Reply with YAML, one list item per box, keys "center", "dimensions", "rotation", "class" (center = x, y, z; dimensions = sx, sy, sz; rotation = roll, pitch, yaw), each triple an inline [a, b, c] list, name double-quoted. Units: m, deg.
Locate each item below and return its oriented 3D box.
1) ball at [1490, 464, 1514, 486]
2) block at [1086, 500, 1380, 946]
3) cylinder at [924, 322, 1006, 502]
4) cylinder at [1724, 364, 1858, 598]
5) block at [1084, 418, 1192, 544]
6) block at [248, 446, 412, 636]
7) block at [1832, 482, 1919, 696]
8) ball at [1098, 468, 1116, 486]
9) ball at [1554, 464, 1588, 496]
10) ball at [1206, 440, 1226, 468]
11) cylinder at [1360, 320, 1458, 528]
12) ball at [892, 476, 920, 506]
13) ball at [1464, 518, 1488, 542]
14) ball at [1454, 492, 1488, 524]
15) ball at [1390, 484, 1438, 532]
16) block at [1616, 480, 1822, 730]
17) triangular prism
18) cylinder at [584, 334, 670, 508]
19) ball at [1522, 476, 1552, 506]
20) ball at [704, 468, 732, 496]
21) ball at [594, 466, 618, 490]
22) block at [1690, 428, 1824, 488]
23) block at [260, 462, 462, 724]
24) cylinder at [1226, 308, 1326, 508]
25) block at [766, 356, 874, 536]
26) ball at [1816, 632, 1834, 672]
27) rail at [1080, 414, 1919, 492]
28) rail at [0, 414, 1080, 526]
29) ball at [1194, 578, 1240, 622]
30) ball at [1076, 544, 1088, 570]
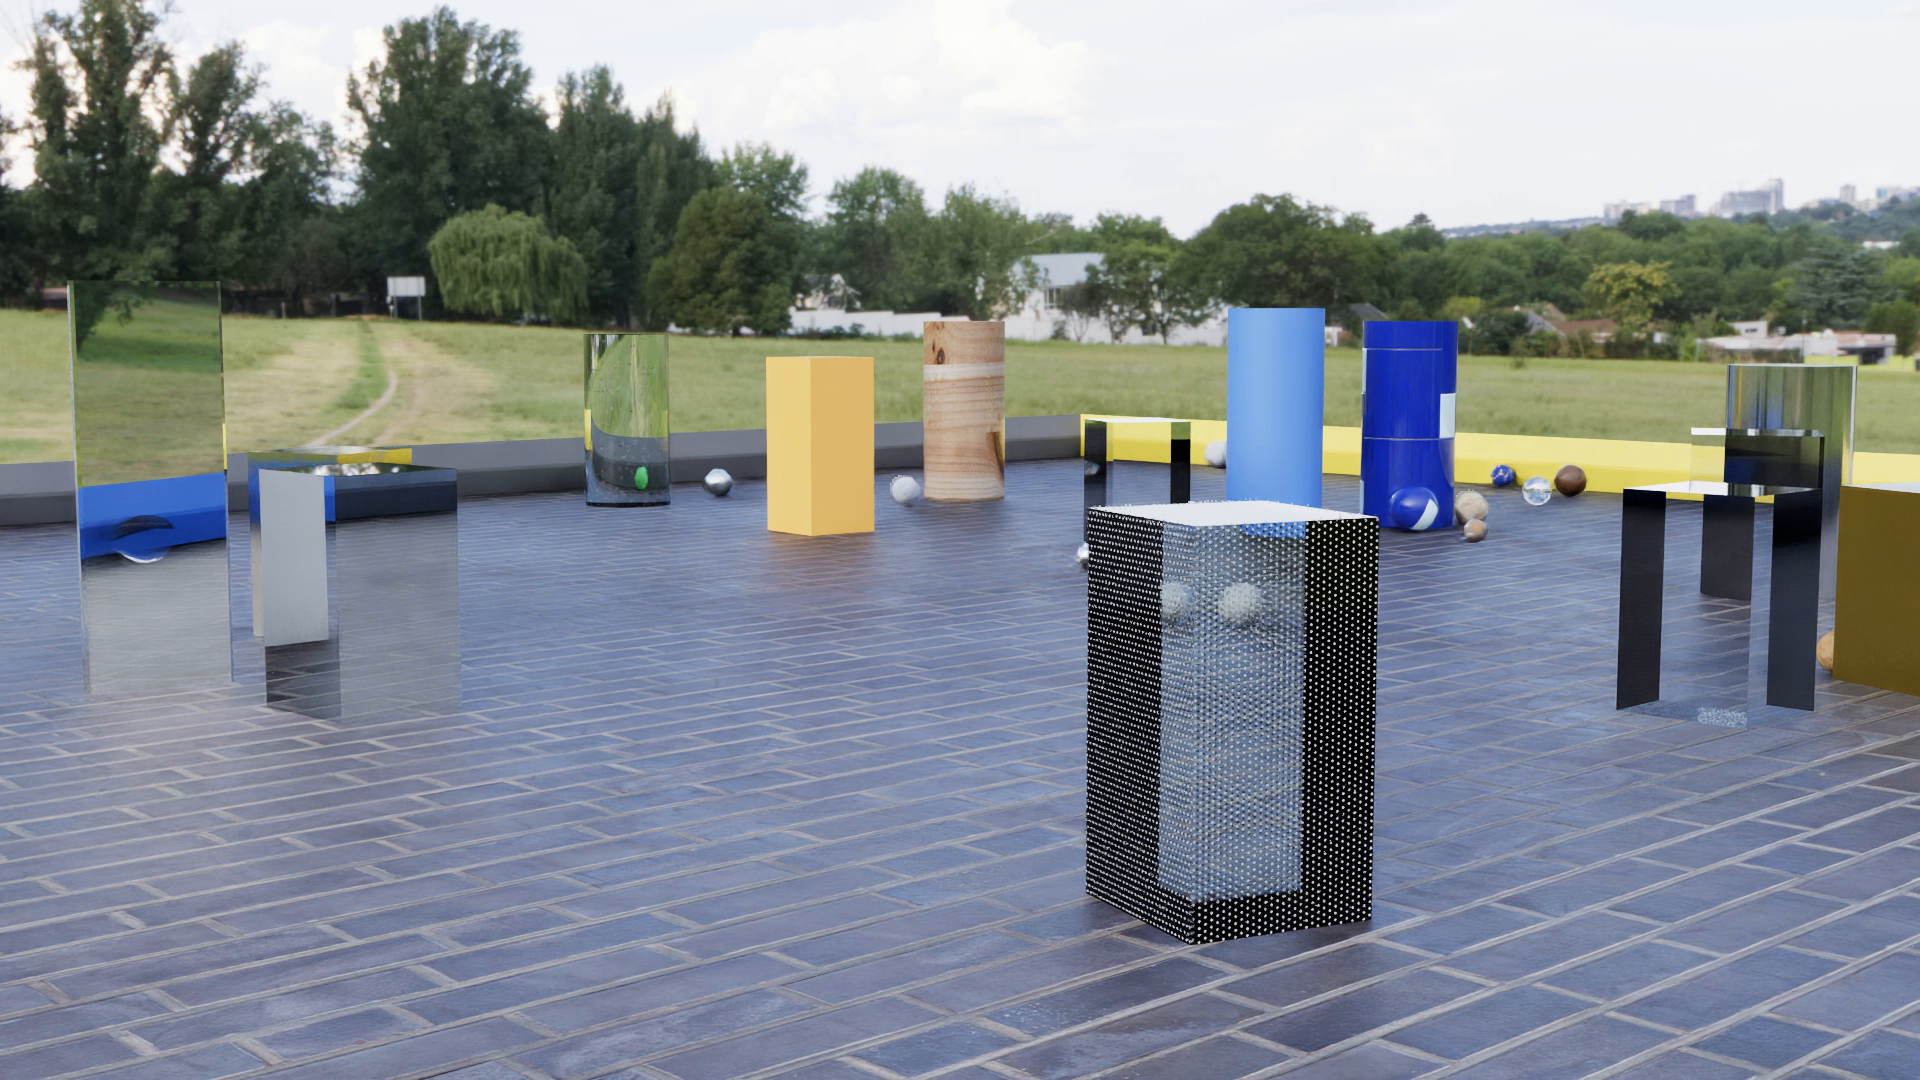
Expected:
- center: [1.359, -0.161, 5.510]
  dimensions: [0.056, 0.056, 0.056]
  rotation: [0, 6, 0]
  class: "ball"
- center: [0.199, 0.127, 1.629]
  dimensions: [0.154, 0.296, 0.154]
  rotation: [-3, 7, -25]
  class: "block"
- center: [0.010, -0.306, 5.168]
  dimensions: [0.192, 0.415, 0.192]
  rotation: [0, 6, 0]
  class: "cylinder"
- center: [1.304, -0.097, 3.466]
  dimensions: [0.192, 0.356, 0.192]
  rotation: [0, 6, 0]
  class: "cylinder"
- center: [0.332, -0.107, 4.136]
  dimensions: [0.154, 0.237, 0.154]
  rotation: [-2, 6, -17]
  class: "block"
- center: [-0.864, 0.002, 3.030]
  dimensions: [0.154, 0.251, 0.154]
  rotation: [3, 7, 24]
  class: "block"
- center: [1.153, 0.055, 2.601]
  dimensions: [0.154, 0.234, 0.154]
  rotation: [-2, 6, -22]
  class: "block"
- center: [0.368, -0.157, 5.520]
  dimensions: [0.045, 0.045, 0.045]
  rotation: [0, 6, 0]
  class: "ball"
- center: [1.453, -0.142, 5.232]
  dimensions: [0.075, 0.075, 0.075]
  rotation: [0, 6, 0]
  class: "ball"
- center: [0.727, -0.241, 6.159]
  dimensions: [0.079, 0.079, 0.079]
  rotation: [0, 6, 0]
  class: "ball"
- center: [0.926, -0.241, 4.540]
  dimensions: [0.192, 0.419, 0.192]
  rotation: [0, 6, 0]
  class: "cylinder"
- center: [-0.123, -0.111, 4.993]
  dimensions: [0.064, 0.064, 0.064]
  rotation: [0, 6, 0]
  class: "ball"
- center: [0.986, -0.018, 4.204]
  dimensions: [0.045, 0.045, 0.045]
  rotation: [0, 6, 0]
  class: "ball"
- center: [1.053, -0.065, 4.530]
  dimensions: [0.069, 0.069, 0.069]
  rotation: [0, 6, 0]
  class: "ball"
- center: [0.906, -0.064, 4.394]
  dimensions: [0.096, 0.096, 0.096]
  rotation: [0, 6, 0]
  class: "ball"
- center: [0.838, 0.067, 2.430]
  dimensions: [0.154, 0.248, 0.154]
  rotation: [-6, 8, -43]
  class: "block"
- center: [-0.979, -0.069, 2.629]
  dimensions: [0.166, 0.476, 0.144]
  rotation: [-4, 7, -31]
  class: "triangular prism"
- center: [-0.758, -0.275, 5.011]
  dimensions: [0.192, 0.387, 0.192]
  rotation: [0, 6, 0]
  class: "cylinder"
- center: [1.313, -0.112, 5.001]
  dimensions: [0.064, 0.064, 0.064]
  rotation: [0, 6, 0]
  class: "ball"
- center: [-0.576, -0.136, 5.230]
  dimensions: [0.066, 0.066, 0.066]
  rotation: [0, 6, 0]
  class: "ball"
- center: [-0.873, -0.153, 5.422]
  dimensions: [0.059, 0.059, 0.059]
  rotation: [0, 6, 0]
  class: "ball"
- center: [1.003, 0.008, 2.786]
  dimensions: [0.154, 0.290, 0.154]
  rotation: [2, 6, 18]
  class: "block"
- center: [-0.669, 0.054, 2.458]
  dimensions: [0.154, 0.267, 0.154]
  rotation: [6, 8, 42]
  class: "block"
- center: [0.633, -0.242, 4.419]
  dimensions: [0.192, 0.445, 0.192]
  rotation: [0, 6, 0]
  class: "cylinder"
- center: [-0.280, -0.192, 4.412]
  dimensions: [0.154, 0.348, 0.154]
  rotation: [-5, 8, -39]
  class: "block"
- center: [1.075, 0.137, 2.690]
  dimensions: [0.053, 0.053, 0.053]
  rotation: [0, 6, 0]
  class: "ball"
- center: [1.849, -0.146, 5.029]
  dimensions: [0.045, 0.125, 4.427]
  rotation: [-6, 8, -42]
  class: "rail"
- center: [-1.485, -0.136, 4.933]
  dimensions: [5.080, 0.125, 0.045]
  rotation: [-6, 8, -42]
  class: "rail"
- center: [0.365, 0.086, 3.124]
  dimensions: [0.064, 0.064, 0.064]
  rotation: [0, 6, 0]
  class: "ball"
- center: [0.220, 0.029, 3.753]
  dimensions: [0.046, 0.046, 0.046]
  rotation: [0, 6, 0]
  class: "ball"
